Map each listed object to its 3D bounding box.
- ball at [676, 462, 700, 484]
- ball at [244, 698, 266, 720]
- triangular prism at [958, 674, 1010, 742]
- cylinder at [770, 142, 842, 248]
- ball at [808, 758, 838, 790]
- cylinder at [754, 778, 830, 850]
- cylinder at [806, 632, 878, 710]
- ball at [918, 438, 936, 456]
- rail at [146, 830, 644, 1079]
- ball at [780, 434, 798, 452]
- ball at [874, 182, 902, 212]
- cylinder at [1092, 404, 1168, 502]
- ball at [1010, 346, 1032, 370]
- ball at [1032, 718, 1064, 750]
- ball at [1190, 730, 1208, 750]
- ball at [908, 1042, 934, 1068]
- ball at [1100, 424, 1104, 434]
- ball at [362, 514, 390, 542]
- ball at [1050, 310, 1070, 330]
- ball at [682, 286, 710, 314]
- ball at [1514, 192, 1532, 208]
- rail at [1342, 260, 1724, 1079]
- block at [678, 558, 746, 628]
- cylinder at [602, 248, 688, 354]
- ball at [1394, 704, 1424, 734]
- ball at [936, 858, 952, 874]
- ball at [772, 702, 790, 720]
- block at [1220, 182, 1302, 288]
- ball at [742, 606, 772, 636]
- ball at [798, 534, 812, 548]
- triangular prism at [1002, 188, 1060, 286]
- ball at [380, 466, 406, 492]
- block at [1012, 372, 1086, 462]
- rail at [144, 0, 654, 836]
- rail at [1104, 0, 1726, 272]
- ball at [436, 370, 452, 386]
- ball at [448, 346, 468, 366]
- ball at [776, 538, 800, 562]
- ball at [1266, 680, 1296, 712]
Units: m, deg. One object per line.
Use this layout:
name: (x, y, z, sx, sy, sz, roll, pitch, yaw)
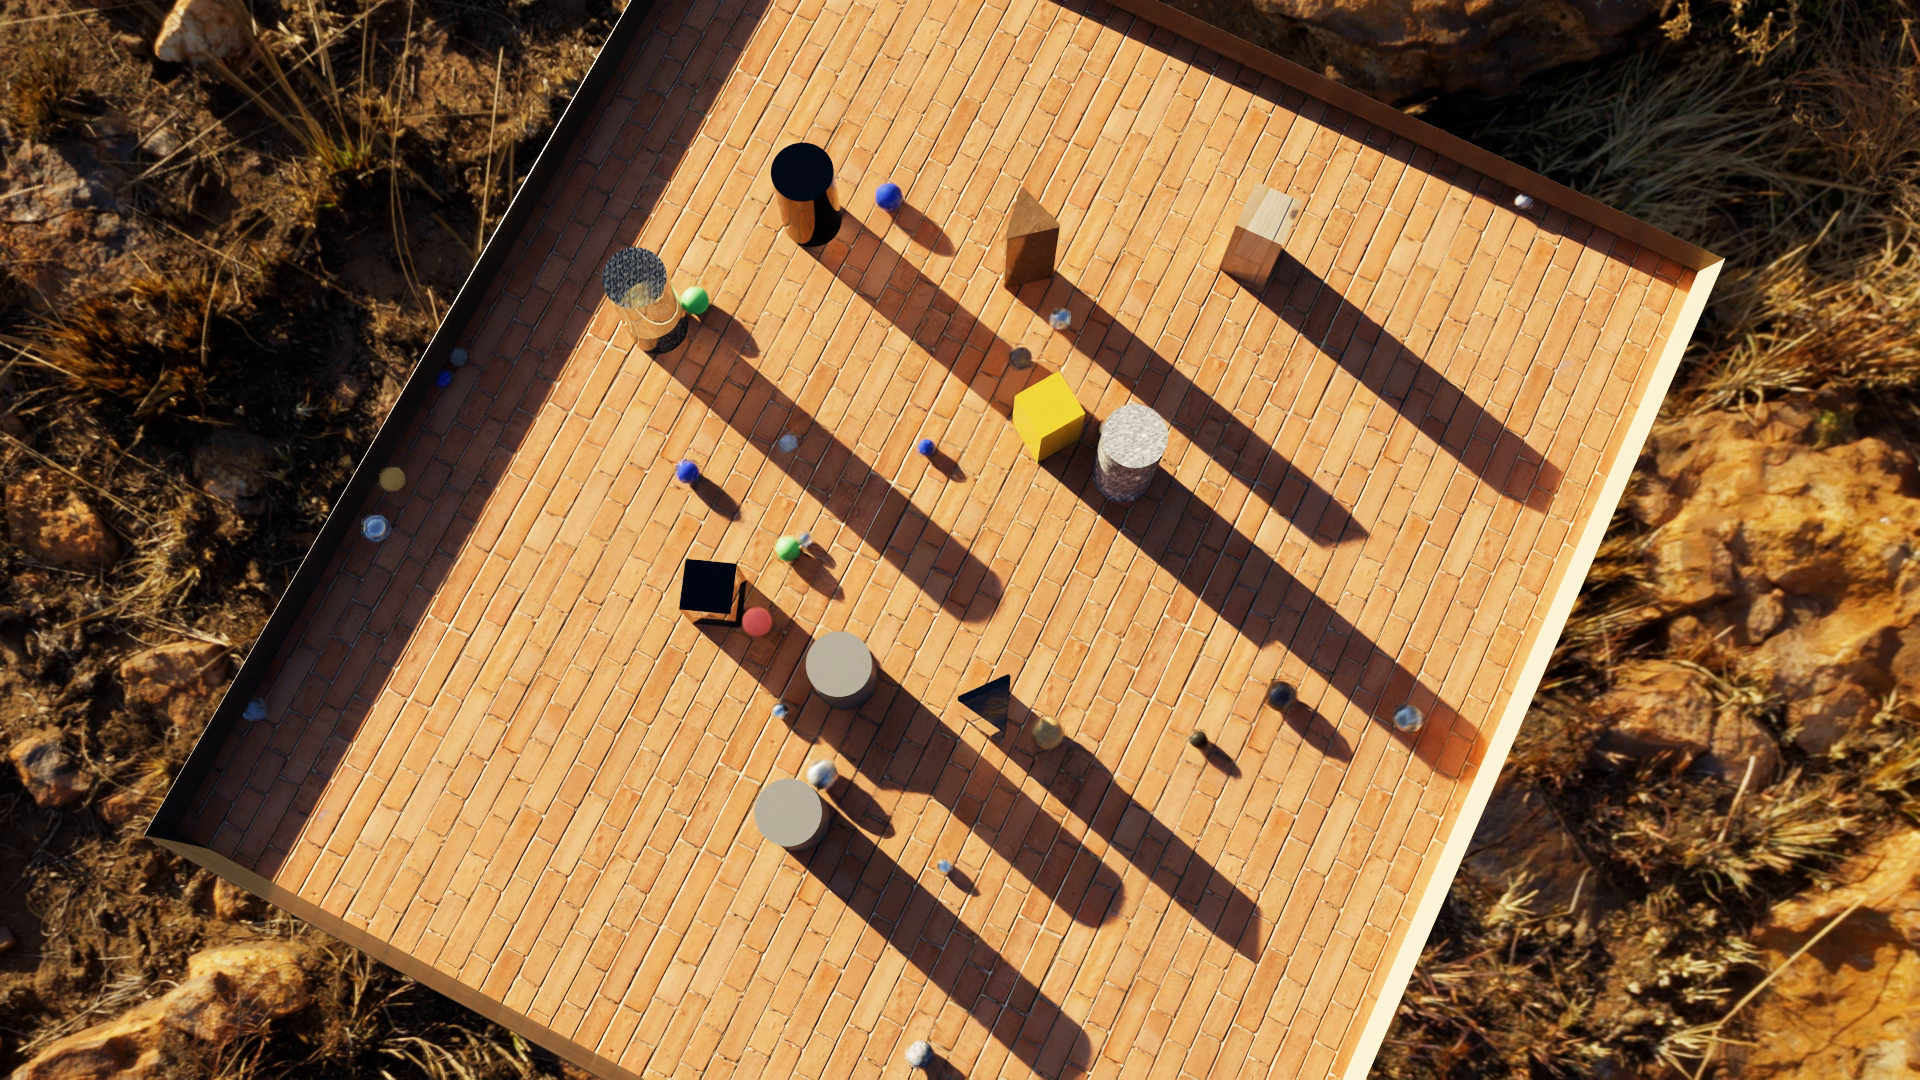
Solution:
ball: (-0.835, -0.206, 5.623, 0.070, 0.070, 0.070, 0, 78, 0)
ball: (-2.107, 0.504, 5.480, 0.062, 0.062, 0.062, 0, 78, 0)
triangular prism: (0.100, 0.472, 5.351, 0.163, 0.329, 0.141, 35, 80, 7)
cylinder: (-0.470, -1.058, 5.644, 0.189, 0.376, 0.189, 0, 78, 0)
ball: (-0.406, 0.693, 5.427, 0.091, 0.091, 0.091, 0, 78, 0)
cylinder: (-0.479, 0.794, 5.279, 0.189, 0.340, 0.189, 0, 78, 0)
cylinder: (-0.344, 0.385, 5.370, 0.189, 0.327, 0.189, 0, 78, 0)
ball: (-0.103, -0.286, 5.648, 0.054, 0.054, 0.054, 0, 78, 0)
rail: (-0.816, 1.605, 5.221, 3.449, 0.122, 0.045, 26, 80, 5)
ball: (-0.528, -0.300, 5.650, 0.056, 0.056, 0.056, 0, 78, 0)
ball: (-0.225, -1.085, 5.795, 0.090, 0.090, 0.090, 0, 78, 0)
cylinder: (0.500, -0.253, 5.447, 0.189, 0.434, 0.189, 0, 78, 0)
ball: (0.190, -0.566, 5.697, 0.072, 0.072, 0.072, 0, 78, 0)
ball: (0.261, 0.576, 5.449, 0.094, 0.094, 0.094, 0, 78, 0)
ball: (0.713, 0.596, 5.464, 0.056, 0.056, 0.056, 0, 78, 0)
ball: (-0.114, 1.481, 5.272, 0.075, 0.075, 0.075, 0, 78, 0)
ball: (0.458, -0.340, 5.659, 0.054, 0.054, 0.054, 0, 78, 0)
ball: (-1.777, -0.036, 5.583, 0.080, 0.080, 0.080, 0, 78, 0)
ball: (0.312, -0.690, 5.727, 0.064, 0.064, 0.064, 0, 78, 0)
ball: (-0.827, -0.749, 5.727, 0.087, 0.087, 0.087, 0, 78, 0)
ball: (1.786, -1.076, 5.812, 0.052, 0.052, 0.052, 0, 78, 0)
rail: (1.521, 0.751, 5.397, 0.045, 0.122, 3.698, 26, 80, 5)
block: (-0.733, 0.161, 5.453, 0.151, 0.256, 0.151, 6, 78, 1)
cylinder: (-0.947, -0.718, 5.542, 0.189, 0.436, 0.189, 0, 78, 0)
ball: (1.337, 0.532, 5.462, 0.086, 0.086, 0.086, 0, 78, 0)
ball: (-0.047, 0.958, 5.395, 0.045, 0.045, 0.045, 0, 78, 0)
ball: (-0.535, 0.512, 5.485, 0.049, 0.049, 0.049, 0, 78, 0)
block: (0.918, -0.931, 5.618, 0.151, 0.373, 0.151, 25, 79, 5)
ball: (-0.611, 0.247, 5.520, 0.090, 0.090, 0.090, 0, 78, 0)
ball: (-0.473, 0.001, 5.595, 0.042, 0.042, 0.042, 0, 78, 0)
triangular prism: (0.198, -0.927, 5.589, 0.163, 0.428, 0.141, -13, 79, -3)
ball: (-1.738, -0.186, 5.615, 0.078, 0.078, 0.078, 0, 78, 0)
block: (0.265, -0.369, 5.541, 0.151, 0.298, 0.151, -30, 80, -6)
rail: (-1.521, -0.738, 5.706, 0.045, 0.122, 3.698, 26, 80, 5)
rail: (0.816, -1.592, 5.882, 3.449, 0.122, 0.045, 26, 80, 5)
ball: (-1.603, -0.503, 5.694, 0.052, 0.052, 0.052, 0, 78, 0)
ball: (-1.561, -0.572, 5.705, 0.059, 0.059, 0.059, 0, 78, 0)
ball: (-0.522, 0.030, 5.573, 0.073, 0.073, 0.073, 0, 78, 0)
ball: (0.959, 0.467, 5.472, 0.094, 0.094, 0.094, 0, 78, 0)
